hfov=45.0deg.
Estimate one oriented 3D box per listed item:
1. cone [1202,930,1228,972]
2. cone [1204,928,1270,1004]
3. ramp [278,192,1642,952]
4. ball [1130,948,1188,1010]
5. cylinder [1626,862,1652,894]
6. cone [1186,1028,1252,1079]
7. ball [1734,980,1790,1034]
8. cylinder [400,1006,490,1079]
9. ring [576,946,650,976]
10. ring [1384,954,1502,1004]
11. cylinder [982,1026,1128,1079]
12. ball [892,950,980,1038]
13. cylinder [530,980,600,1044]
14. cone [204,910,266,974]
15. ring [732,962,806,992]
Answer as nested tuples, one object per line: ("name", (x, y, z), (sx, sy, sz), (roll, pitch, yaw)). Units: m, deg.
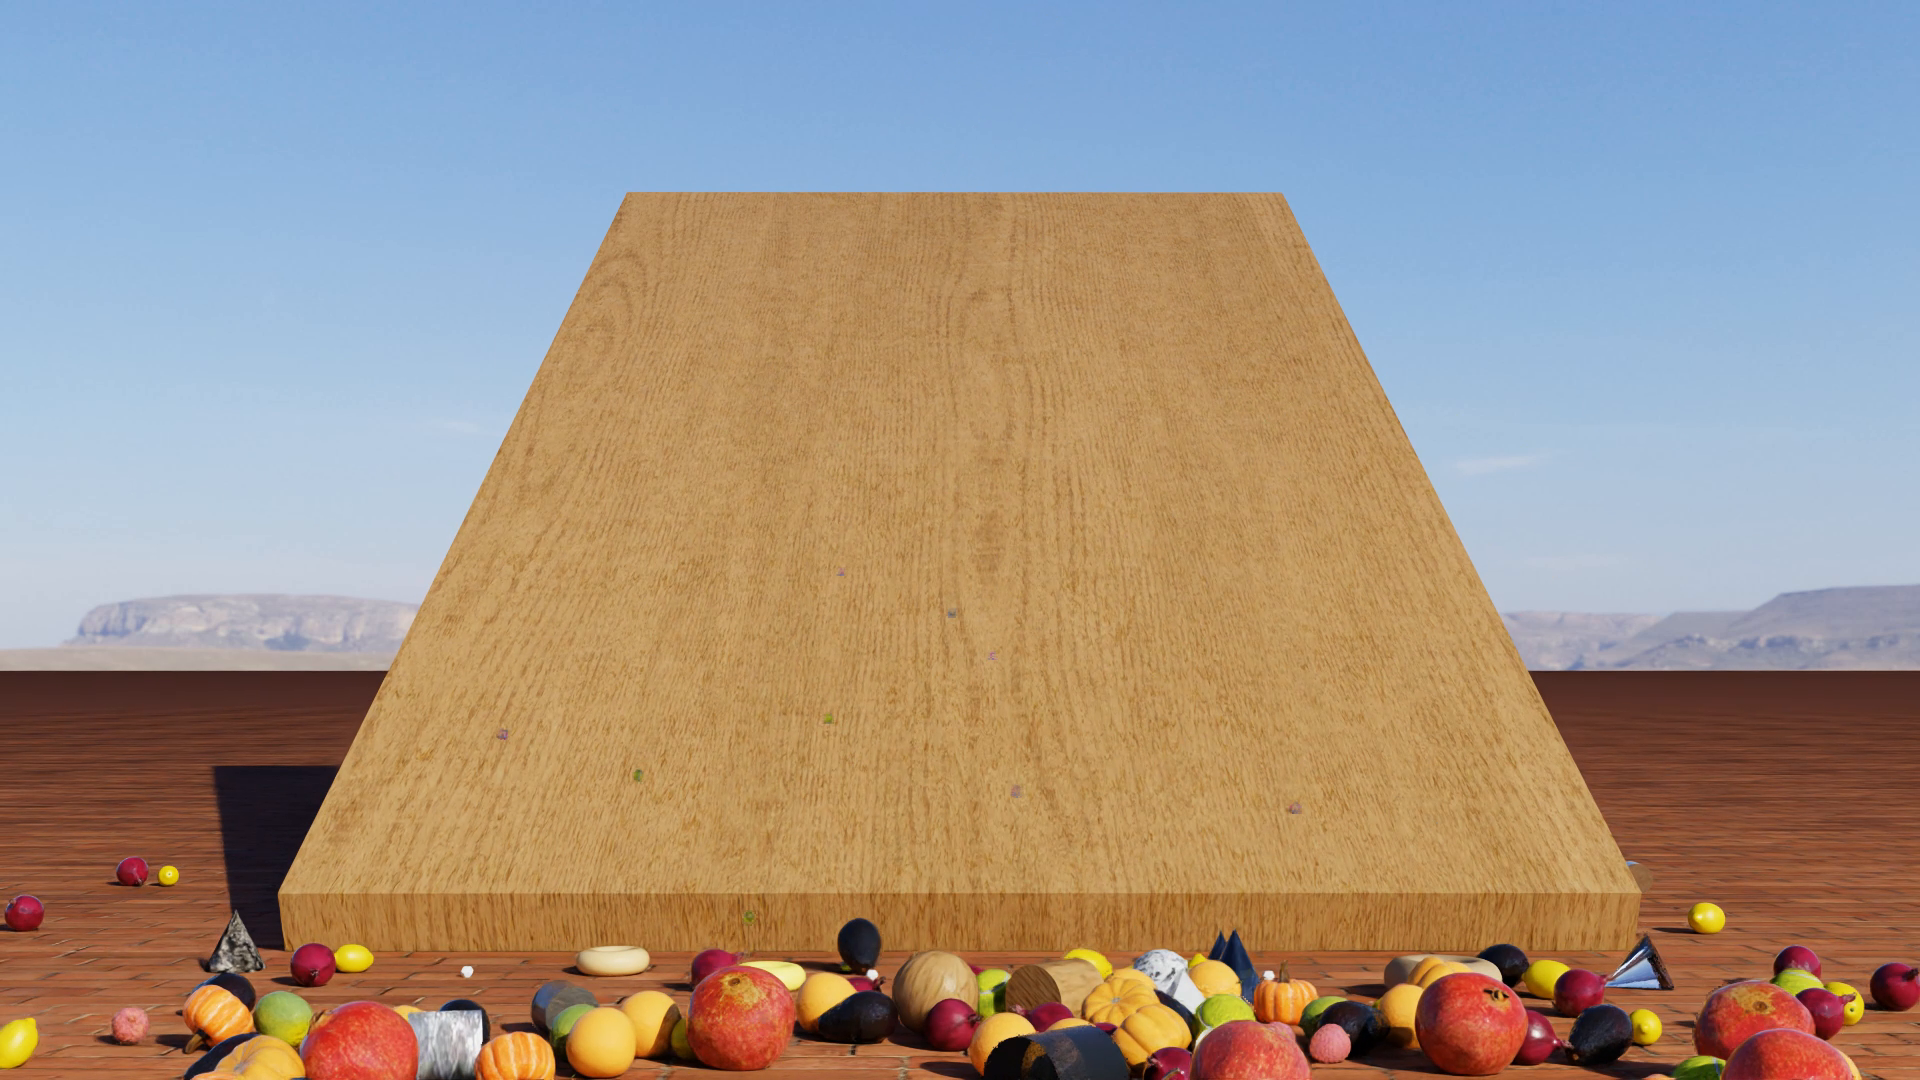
("cone", (0.363, 0.570, 3.217), (0.055, 0.055, 0.055), (-1, -2, 0))
("cone", (0.350, 0.539, 2.947), (0.089, 0.089, 0.089), (0, -3, 0))
("ramp", (-0.007, -0.226, 5.252), (2.000, 0.100, 4.000), (0, 23, 0))
("ball", (0.246, 0.540, 2.835), (0.076, 0.076, 0.076), (0, -3, 0))
("cylinder", (1.252, 0.628, 4.302), (0.057, 0.057, 0.057), (0, -3, 4))
("cone", (0.245, 0.535, 2.328), (0.069, 0.069, 0.069), (2, -30, -33))
("ball", (0.923, 0.538, 2.666), (0.060, 0.060, 0.060), (0, -3, 0))
("cylinder", (-0.523, 0.515, 2.349), (0.073, 0.073, 0.073), (14, -7, -18))
("ring", (-0.479, 0.580, 3.191), (0.101, 0.034, 0.101), (-1, -4, 0))
("ring", (0.617, 0.560, 2.958), (0.149, 0.050, 0.149), (1, -4, 0))
("cylinder", (0.087, 0.491, 2.094), (0.094, 0.094, 0.094), (-3, -4, 43))
("ball", (-0.028, 0.517, 2.636), (0.100, 0.100, 0.100), (0, -3, 0))
("cylinder", (-0.448, 0.535, 2.629), (0.063, 0.063, 0.063), (1, -3, -25))
("cone", (-1.010, 0.557, 3.229), (0.084, 0.084, 0.084), (0, -3, 0))
("ring", (-0.251, 0.572, 3.033), (0.098, 0.033, 0.098), (1, -4, 0))
